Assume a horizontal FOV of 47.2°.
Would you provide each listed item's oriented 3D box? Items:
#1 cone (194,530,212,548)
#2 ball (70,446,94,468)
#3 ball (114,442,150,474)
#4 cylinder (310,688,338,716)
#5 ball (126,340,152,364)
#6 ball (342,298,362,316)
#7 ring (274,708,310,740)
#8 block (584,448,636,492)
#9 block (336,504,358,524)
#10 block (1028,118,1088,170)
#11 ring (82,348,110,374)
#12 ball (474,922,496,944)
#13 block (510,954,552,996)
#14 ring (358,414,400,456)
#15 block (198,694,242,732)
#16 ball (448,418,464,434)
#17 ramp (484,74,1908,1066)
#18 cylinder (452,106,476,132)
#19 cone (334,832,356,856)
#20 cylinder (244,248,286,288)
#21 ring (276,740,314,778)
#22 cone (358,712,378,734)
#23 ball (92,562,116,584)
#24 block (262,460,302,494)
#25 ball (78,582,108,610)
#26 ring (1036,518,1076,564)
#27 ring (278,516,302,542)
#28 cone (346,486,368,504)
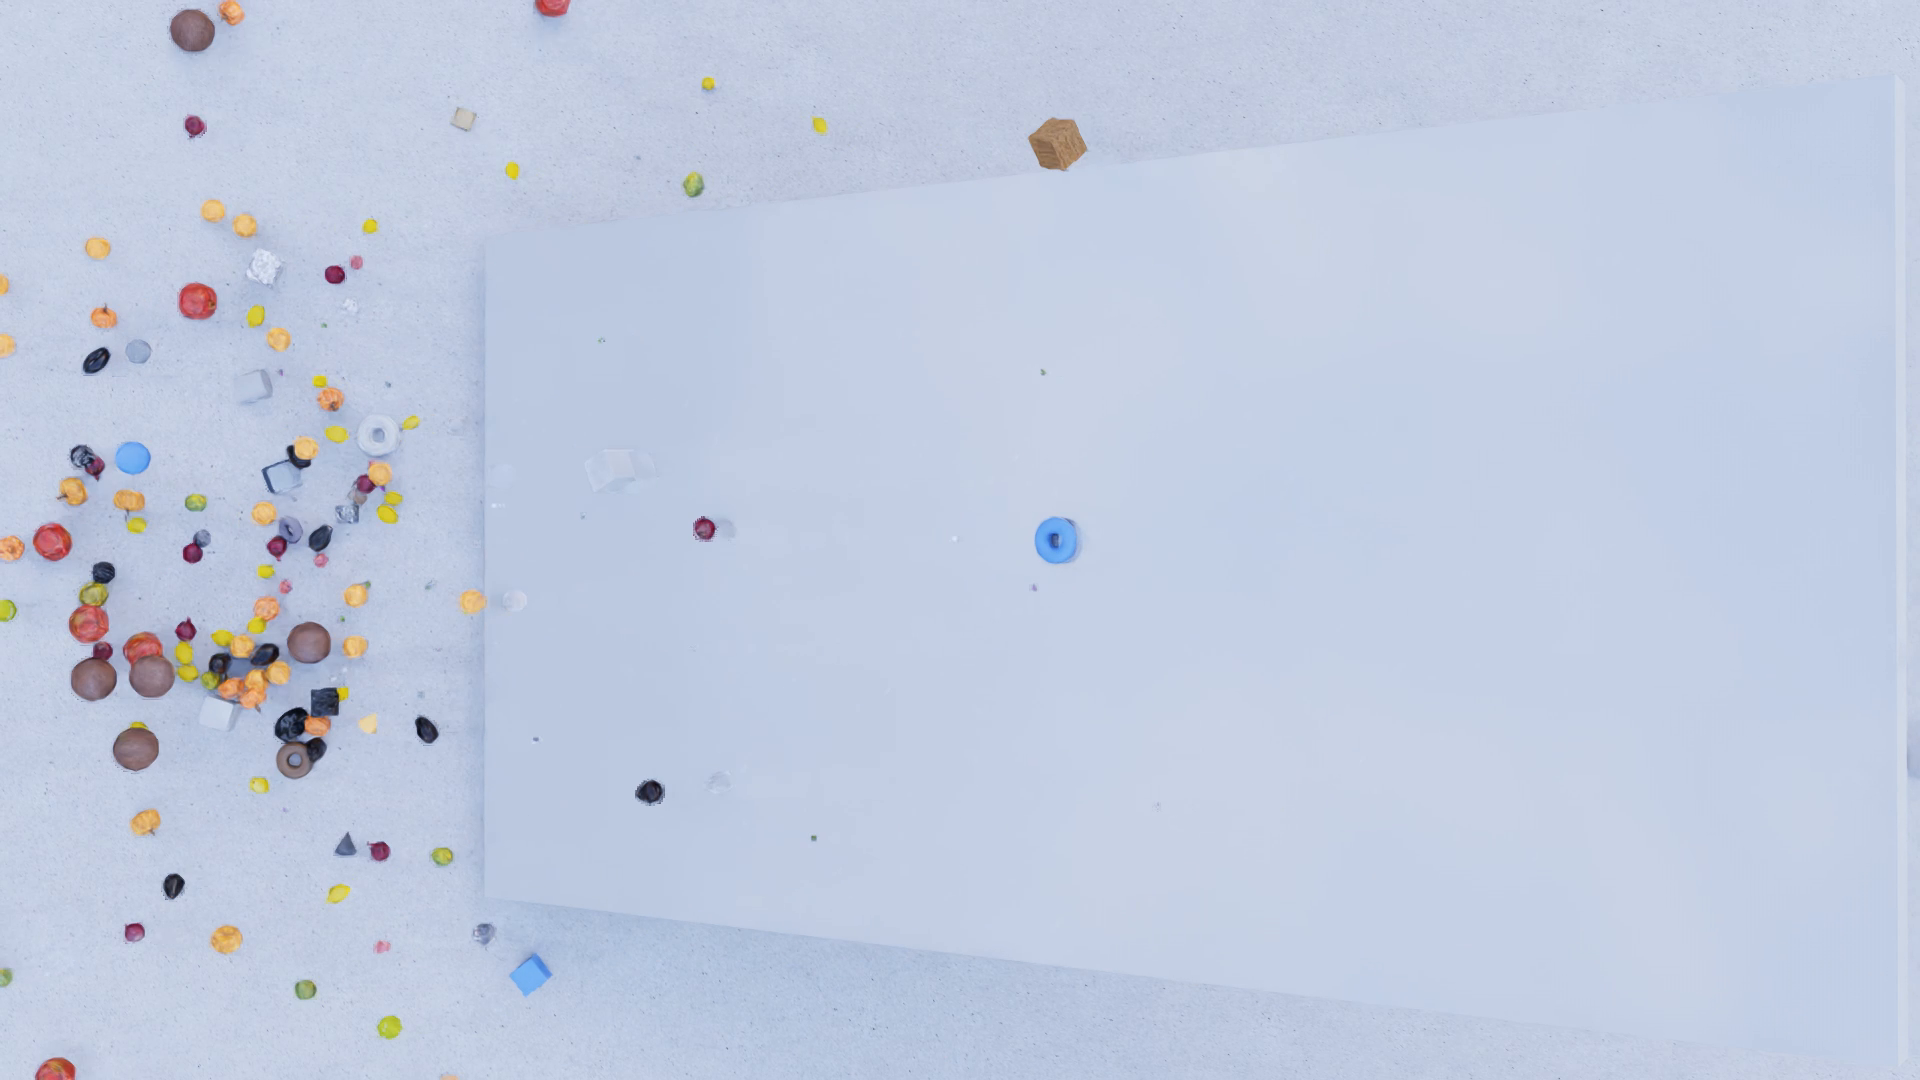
[{"bbox_3d":[-2.321,-0.005,6.710,0.055,0.055,0.055,0,90,0],"label":"cone"},{"bbox_3d":[-2.654,-0.251,6.649,0.070,0.070,0.070,0,90,0],"label":"ball"},{"bbox_3d":[-2.418,-0.240,6.428,0.097,0.097,0.097,0,90,0],"label":"ball"},{"bbox_3d":[-1.918,0.490,6.636,0.080,0.080,0.080,-3,90,0],"label":"cylinder"},{"bbox_3d":[-2.505,-0.574,6.704,0.075,0.075,0.075,0,90,0],"label":"ball"},{"bbox_3d":[-1.858,-0.712,6.714,0.057,0.057,0.057,0,90,0],"label":"ball"},{"bbox_3d":[-2.029,0.560,6.679,0.039,0.116,0.116,39,90,22],"label":"ring"},{"bbox_3d":[-1.003,-0.198,6.309,0.092,0.092,0.092,-30,74,30],"label":"block"},{"bbox_3d":[-1.871,-0.079,6.711,0.054,0.054,0.054,-3,90,0],"label":"block"},{"bbox_3d":[0.246,-0.997,5.539,0.090,0.090,0.090,-44,126,-22],"label":"block"},{"bbox_3d":[-2.629,-0.545,6.694,0.098,0.098,0.033,-38,128,0],"label":"ring"},{"bbox_3d":[-1.448,1.199,6.694,0.067,0.067,0.067,0,90,0],"label":"ball"},{"bbox_3d":[-1.304,1.323,6.684,0.084,0.084,0.084,-38,90,0],"label":"block"},{"bbox_3d":[-1.776,-0.320,6.718,0.131,0.044,0.131,0,88,1],"label":"ring"},{"bbox_3d":[-2.250,0.526,6.690,0.086,0.086,0.086,18,90,0],"label":"block"},{"bbox_3d":[-1.533,-0.348,6.693,0.051,0.051,0.051,0,90,0],"label":"ball"},{"bbox_3d":[0.252,0.069,5.583,4.000,0.100,2.000,0,89,34],"label":"ramp"},{"bbox_3d":[-1.515,-1.284,6.713,0.059,0.059,0.059,23,91,0],"label":"cylinder"},{"bbox_3d":[-1.872,0.922,6.713,0.067,0.067,0.067,-1,64,0],"label":"cone"},{"bbox_3d":[-2.115,-0.827,6.693,0.094,0.094,0.094,24,86,0],"label":"cylinder"},{"bbox_3d":[-2.030,0.671,6.713,0.116,0.039,0.116,0,89,-1],"label":"ring"},{"bbox_3d":[-1.778,0.543,6.658,0.063,0.063,0.063,40,112,0],"label":"cone"},{"bbox_3d":[-2.610,0.099,6.702,0.068,0.068,0.068,0,90,0],"label":"ball"},{"bbox_3d":[-2.066,-0.192,6.699,0.079,0.079,0.079,-23,90,0],"label":"block"},{"bbox_3d":[-2.638,0.169,6.694,0.084,0.084,0.084,0,90,0],"label":"ball"},{"bbox_3d":[0.240,0.002,5.508,0.116,0.039,0.116,1,92,34],"label":"ring"},{"bbox_3d":[-2.043,-0.032,6.708,0.086,0.029,0.086,12,116,25],"label":"ring"},{"bbox_3d":[-1.857,-0.136,6.725,0.061,0.061,0.061,-3,89,27],"label":"cone"}]
